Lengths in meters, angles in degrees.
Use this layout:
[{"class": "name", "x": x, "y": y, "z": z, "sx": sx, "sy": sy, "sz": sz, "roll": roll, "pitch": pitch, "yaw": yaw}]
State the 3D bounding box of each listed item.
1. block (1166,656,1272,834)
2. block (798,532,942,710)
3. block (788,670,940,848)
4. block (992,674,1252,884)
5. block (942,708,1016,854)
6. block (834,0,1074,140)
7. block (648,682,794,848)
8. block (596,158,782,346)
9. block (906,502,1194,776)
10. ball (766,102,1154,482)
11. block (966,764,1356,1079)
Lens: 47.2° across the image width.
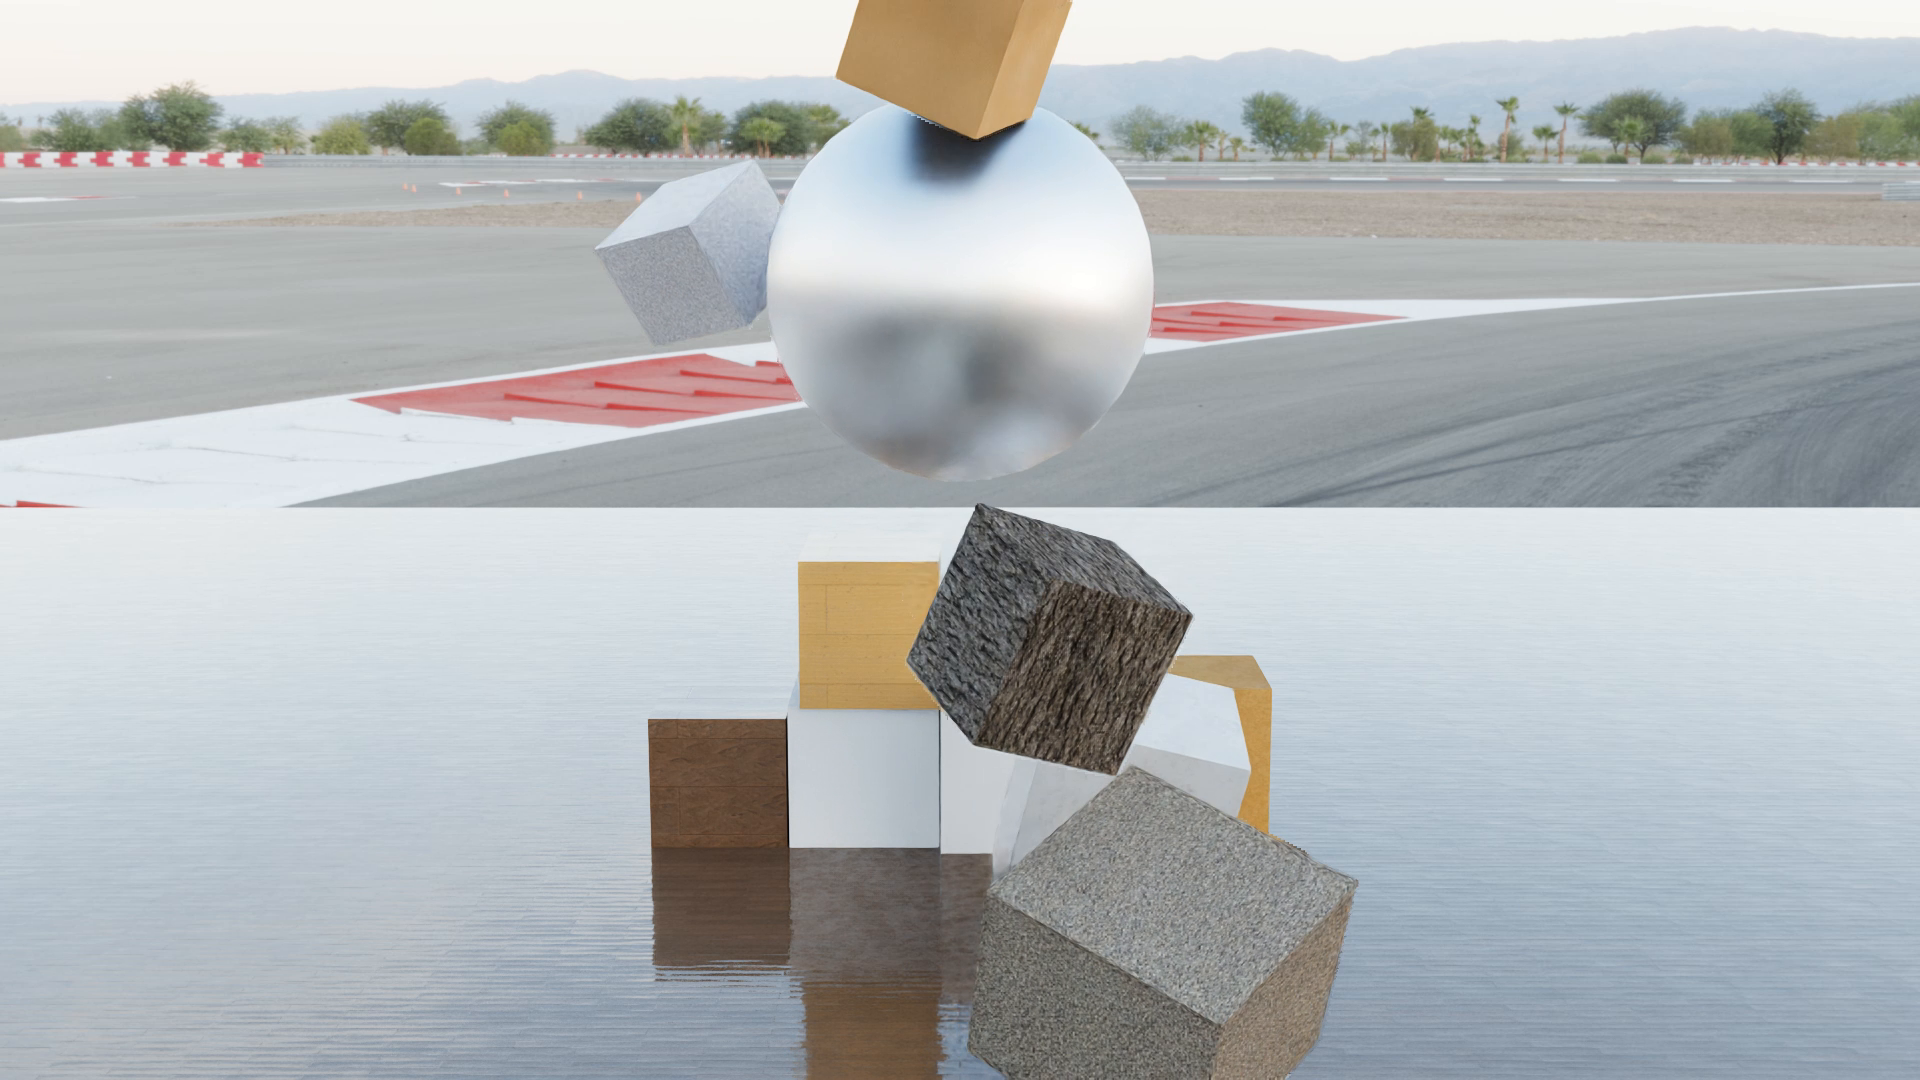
[{"class": "block", "x": 1.158, "y": 1.076, "z": 11.378, "sx": 0.792, "sy": 0.811, "sz": 0.740, "roll": 0, "pitch": 10, "yaw": 0}, {"class": "block", "x": -0.445, "y": 0.399, "z": 11.225, "sx": 0.692, "sy": 0.744, "sz": 0.812, "roll": 0, "pitch": 10, "yaw": 0}, {"class": "block", "x": -0.480, "y": 1.119, "z": 11.376, "sx": 0.755, "sy": 0.728, "sz": 0.773, "roll": 0, "pitch": 10, "yaw": 0}, {"class": "block", "x": 0.670, "y": 1.167, "z": 9.518, "sx": 0.854, "sy": 1.010, "sz": 0.873, "roll": 13, "pitch": 19, "yaw": -3}, {"class": "block", "x": 0.329, "y": 1.059, "z": 11.377, "sx": 0.846, "sy": 0.846, "sz": 0.982, "roll": 0, "pitch": 10, "yaw": 0}, {"class": "block", "x": 0.011, "y": -1.967, "z": 8.280, "sx": 0.591, "sy": 0.644, "sz": 0.672, "roll": 26, "pitch": 24, "yaw": 11}, {"class": "block", "x": -1.211, "y": 1.151, "z": 11.372, "sx": 0.686, "sy": 0.667, "sz": 0.749, "roll": 0, "pitch": 10, "yaw": 0}, {"class": "block", "x": -1.115, "y": -1.248, "z": 9.585, "sx": 0.572, "sy": 0.511, "sz": 0.551, "roll": -7, "pitch": 34, "yaw": 38}, {"class": "block", "x": 0.301, "y": 0.346, "z": 7.658, "sx": 0.598, "sy": 0.641, "sz": 0.610, "roll": 15, "pitch": 17, "yaw": -30}, {"class": "ball", "x": 0.000, "y": -1.042, "z": 9.073, "sx": 1.600, "sy": 1.600, "sz": 1.600, "roll": 0, "pitch": 10, "yaw": 0}, {"class": "block", "x": 0.705, "y": 1.513, "z": 7.783, "sx": 0.943, "sy": 0.776, "sz": 0.913, "roll": 26, "pitch": 39, "yaw": 28}]
